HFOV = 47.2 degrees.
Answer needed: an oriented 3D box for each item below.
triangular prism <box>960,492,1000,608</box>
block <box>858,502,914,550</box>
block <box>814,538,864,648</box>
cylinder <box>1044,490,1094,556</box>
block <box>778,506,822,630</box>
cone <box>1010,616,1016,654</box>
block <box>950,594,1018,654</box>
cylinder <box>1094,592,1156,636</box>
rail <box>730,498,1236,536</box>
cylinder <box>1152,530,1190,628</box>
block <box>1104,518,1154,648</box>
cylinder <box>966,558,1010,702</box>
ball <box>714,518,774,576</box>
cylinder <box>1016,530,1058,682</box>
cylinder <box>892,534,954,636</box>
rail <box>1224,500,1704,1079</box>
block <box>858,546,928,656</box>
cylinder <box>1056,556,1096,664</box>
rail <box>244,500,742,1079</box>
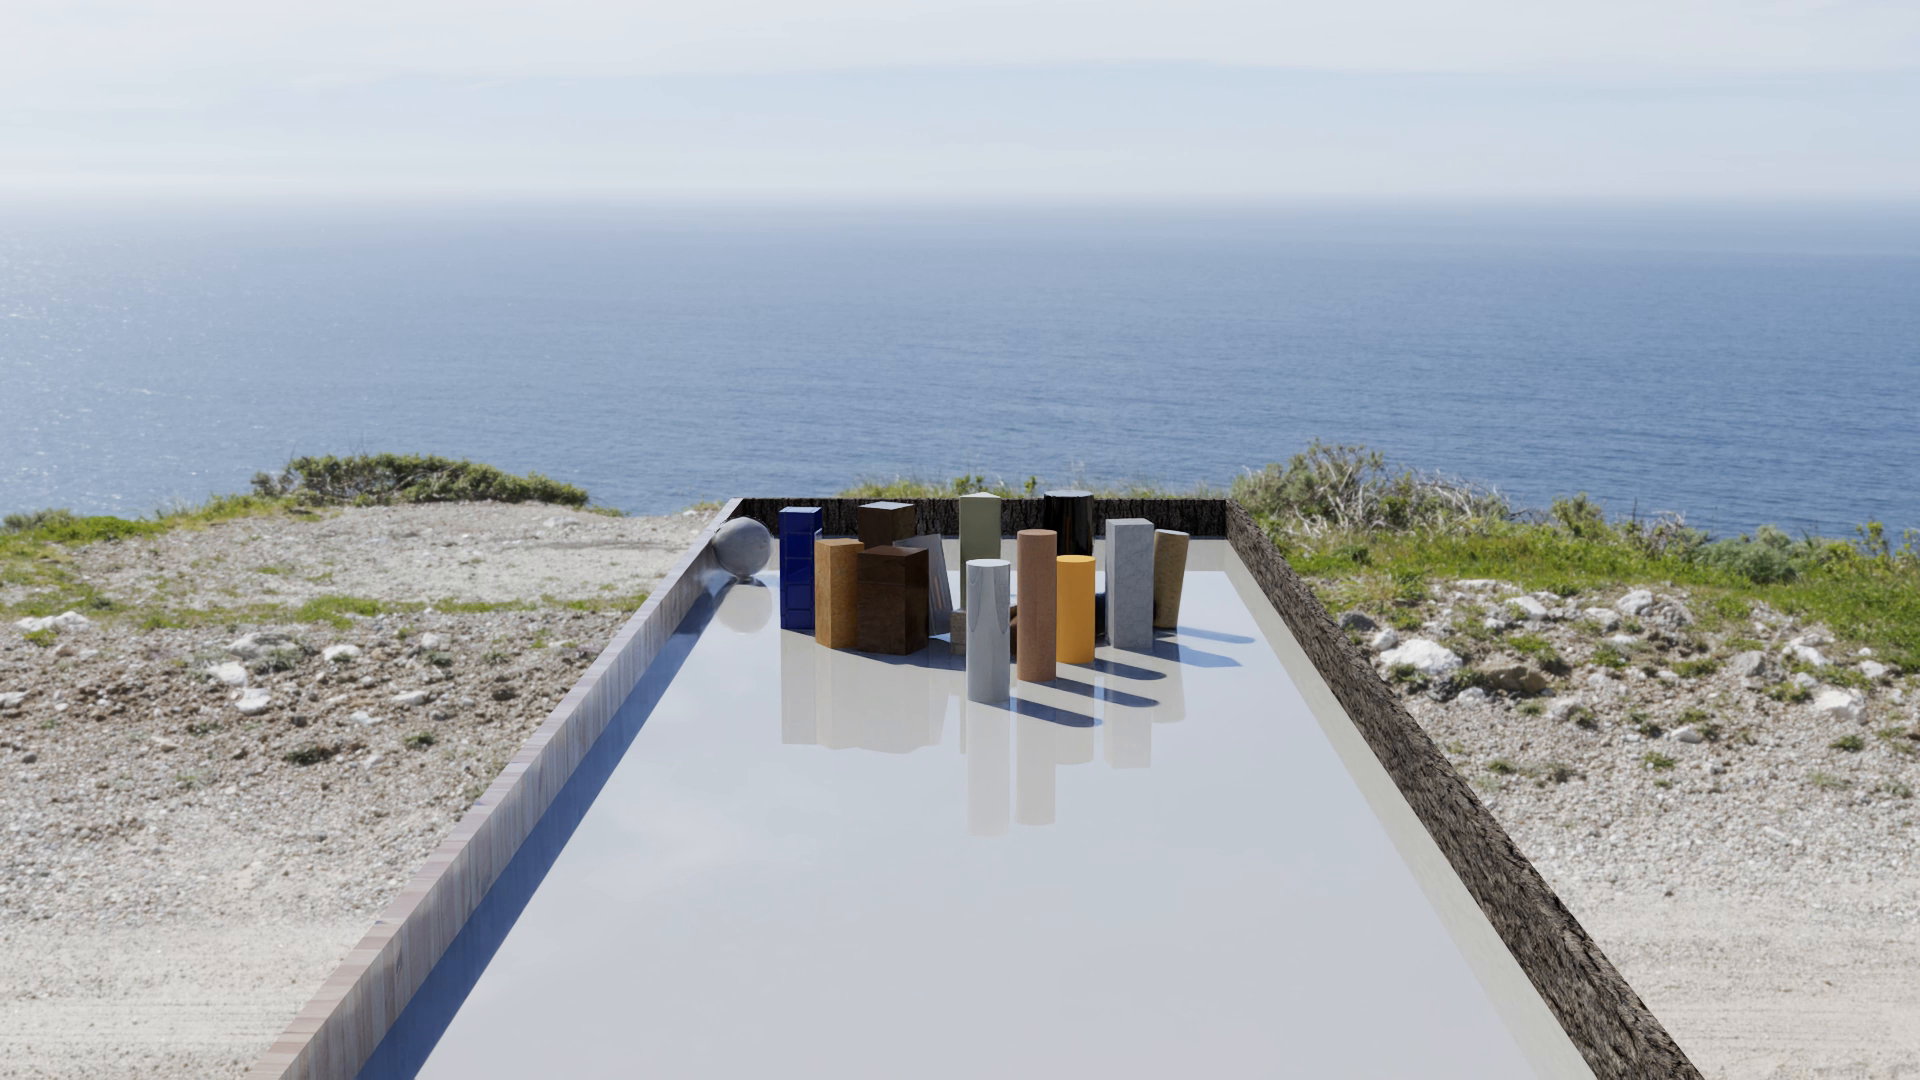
[{"bbox_3d":[0.072,0.064,7.234,0.134,0.430,0.116,1,9,7],"label":"triangular prism"},{"bbox_3d":[-0.239,0.087,7.175,0.133,0.403,0.133,6,11,32],"label":"block"},{"bbox_3d":[-0.378,0.167,6.917,0.118,0.325,0.118,-5,10,-28],"label":"block"},{"bbox_3d":[0.352,0.068,7.168,0.162,0.443,0.162,0,9,0],"label":"cylinder"},{"bbox_3d":[-0.520,0.091,7.200,0.117,0.386,0.117,1,9,8],"label":"block"},{"bbox_3d":[0.249,0.207,6.926,0.101,0.101,0.428,4,30,25],"label":"cone"},{"bbox_3d":[0.110,0.266,6.912,0.131,0.131,0.353,5,10,28],"label":"block"},{"bbox_3d":[0.450,0.237,7.078,0.358,0.137,0.137,-6,11,-34],"label":"cylinder"},{"bbox_3d":[0.099,-0.098,9.147,2.100,0.150,0.050,0,9,1],"label":"rail"},{"bbox_3d":[0.674,0.126,7.195,0.114,0.307,0.114,7,6,-1],"label":"cylinder"},{"bbox_3d":[0.531,0.135,6.916,0.125,0.389,0.125,-2,9,-9],"label":"block"},{"bbox_3d":[0.079,0.254,6.172,0.124,0.386,0.124,0,9,0],"label":"cylinder"},{"bbox_3d":[-0.803,0.025,8.145,0.220,0.220,0.220,0,9,0],"label":"ball"},{"bbox_3d":[0.224,0.191,6.424,0.115,0.432,0.115,0,9,0],"label":"cylinder"},{"bbox_3d":[-0.112,0.147,6.986,0.155,0.315,0.155,-10,-1,0],"label":"cylinder"},{"bbox_3d":[1.046,0.843,3.208,0.050,0.150,12.000,0,9,1],"label":"rail"},{"bbox_3d":[-0.208,0.186,6.843,0.165,0.310,0.165,4,10,25],"label":"block"},{"bbox_3d":[0.346,0.210,6.691,0.131,0.311,0.131,0,9,0],"label":"cylinder"},{"bbox_3d":[-1.004,0.839,3.234,0.050,0.150,12.000,0,9,1],"label":"rail"}]
